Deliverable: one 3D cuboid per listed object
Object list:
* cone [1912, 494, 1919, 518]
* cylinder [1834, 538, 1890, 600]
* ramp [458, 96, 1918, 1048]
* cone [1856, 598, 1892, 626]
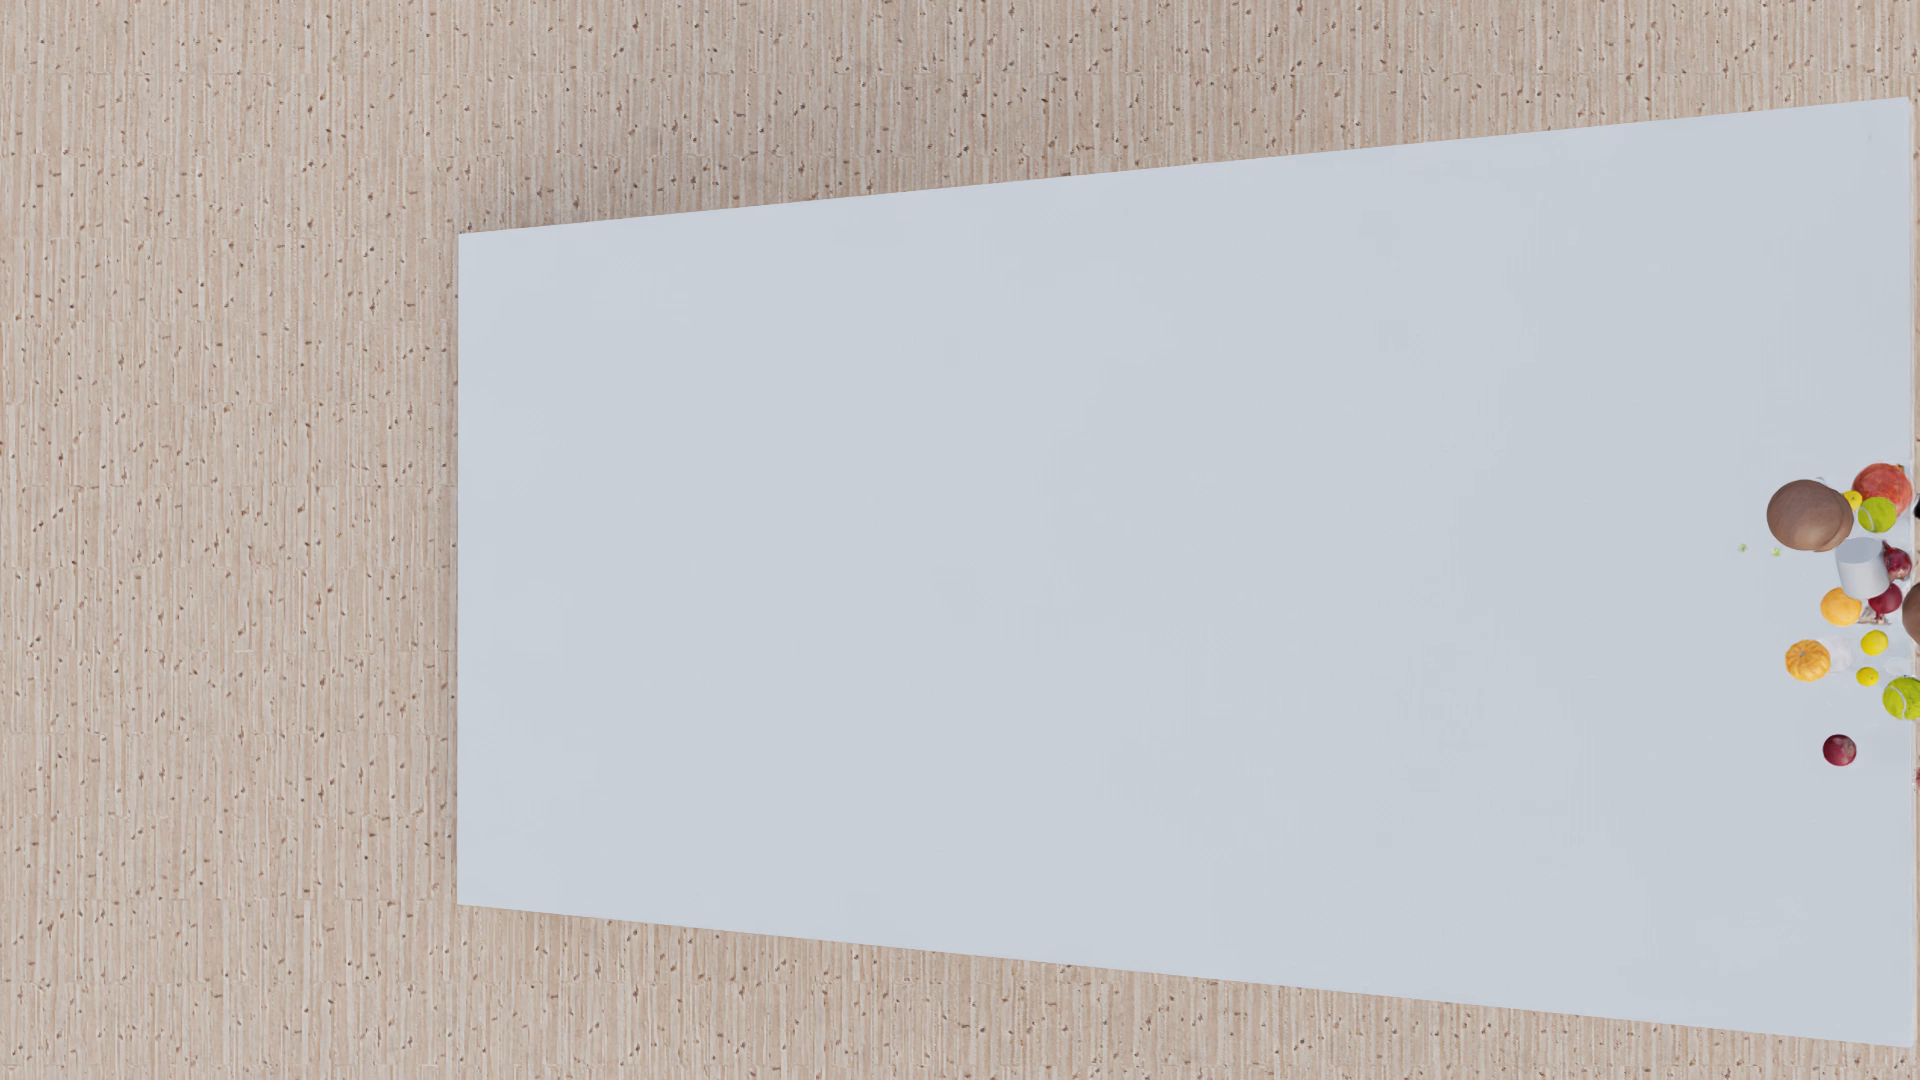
[{"bbox_3d":[1.690,-0.084,3.830,0.072,0.072,0.072,-24,114,0],"label":"cone"},{"bbox_3d":[1.539,0.048,3.752,0.076,0.076,0.076,-26,118,0],"label":"cylinder"},{"bbox_3d":[0.273,0.076,5.638,4.000,0.100,2.000,0,89,29],"label":"ramp"},{"bbox_3d":[1.836,0.157,4.400,0.060,0.060,0.060,31,89,19],"label":"cone"}]
